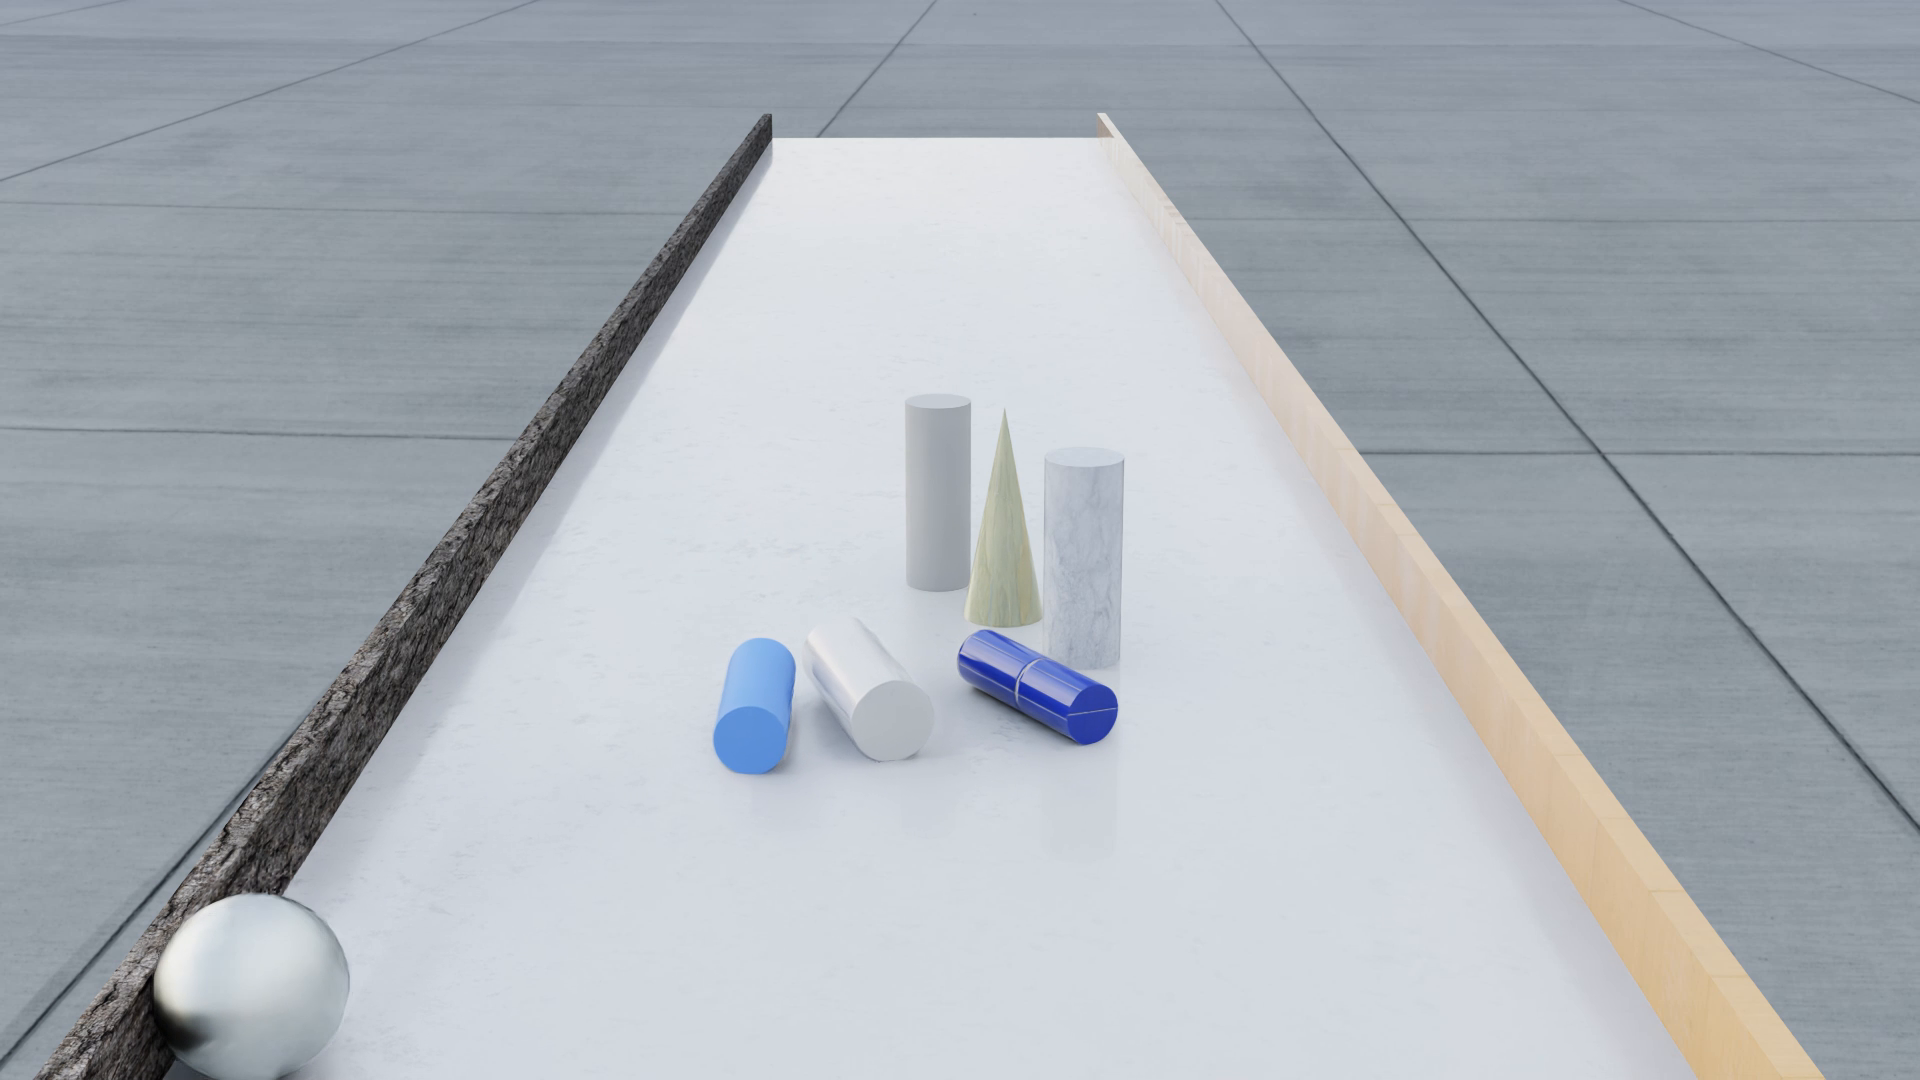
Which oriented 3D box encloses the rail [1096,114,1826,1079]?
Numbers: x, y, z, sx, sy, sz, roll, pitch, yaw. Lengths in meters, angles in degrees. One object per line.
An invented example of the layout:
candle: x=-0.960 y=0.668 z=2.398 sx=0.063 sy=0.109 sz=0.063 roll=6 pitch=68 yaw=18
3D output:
rail: x=0.932 y=-0.844 z=7.801 sx=0.050 sy=0.150 sz=12.000 roll=0 pitch=17 yaw=-1

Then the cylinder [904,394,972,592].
cylinder: x=-0.048 y=-0.105 z=4.853 sx=0.144 sy=0.414 sz=0.144 roll=0 pitch=17 yaw=0

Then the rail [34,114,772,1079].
rail: x=-1.118 y=-0.838 z=7.780 sx=0.050 sy=0.150 sz=12.000 roll=0 pitch=17 yaw=-1

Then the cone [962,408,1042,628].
cone: x=0.093 y=-0.059 z=4.626 sx=0.173 sy=0.456 sz=0.173 roll=0 pitch=17 yaw=0

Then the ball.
ball: x=-0.917 y=0.580 z=2.849 sx=0.243 sy=0.243 sz=0.243 roll=0 pitch=17 yaw=0

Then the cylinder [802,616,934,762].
cylinder: x=-0.174 y=0.269 z=4.054 sx=0.152 sy=0.152 sz=0.373 roll=-5 pitch=17 yaw=-17

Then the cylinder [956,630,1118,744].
cylinder: x=0.141 y=0.271 z=4.117 sx=0.114 sy=0.114 sz=0.367 roll=-10 pitch=19 yaw=-31

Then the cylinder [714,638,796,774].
cylinder: x=-0.370 y=0.297 z=4.002 sx=0.128 sy=0.128 sz=0.363 roll=0 pitch=17 yaw=-1

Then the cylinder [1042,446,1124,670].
cylinder: x=0.244 y=0.036 z=4.375 sx=0.156 sy=0.416 sz=0.156 roll=0 pitch=17 yaw=0
